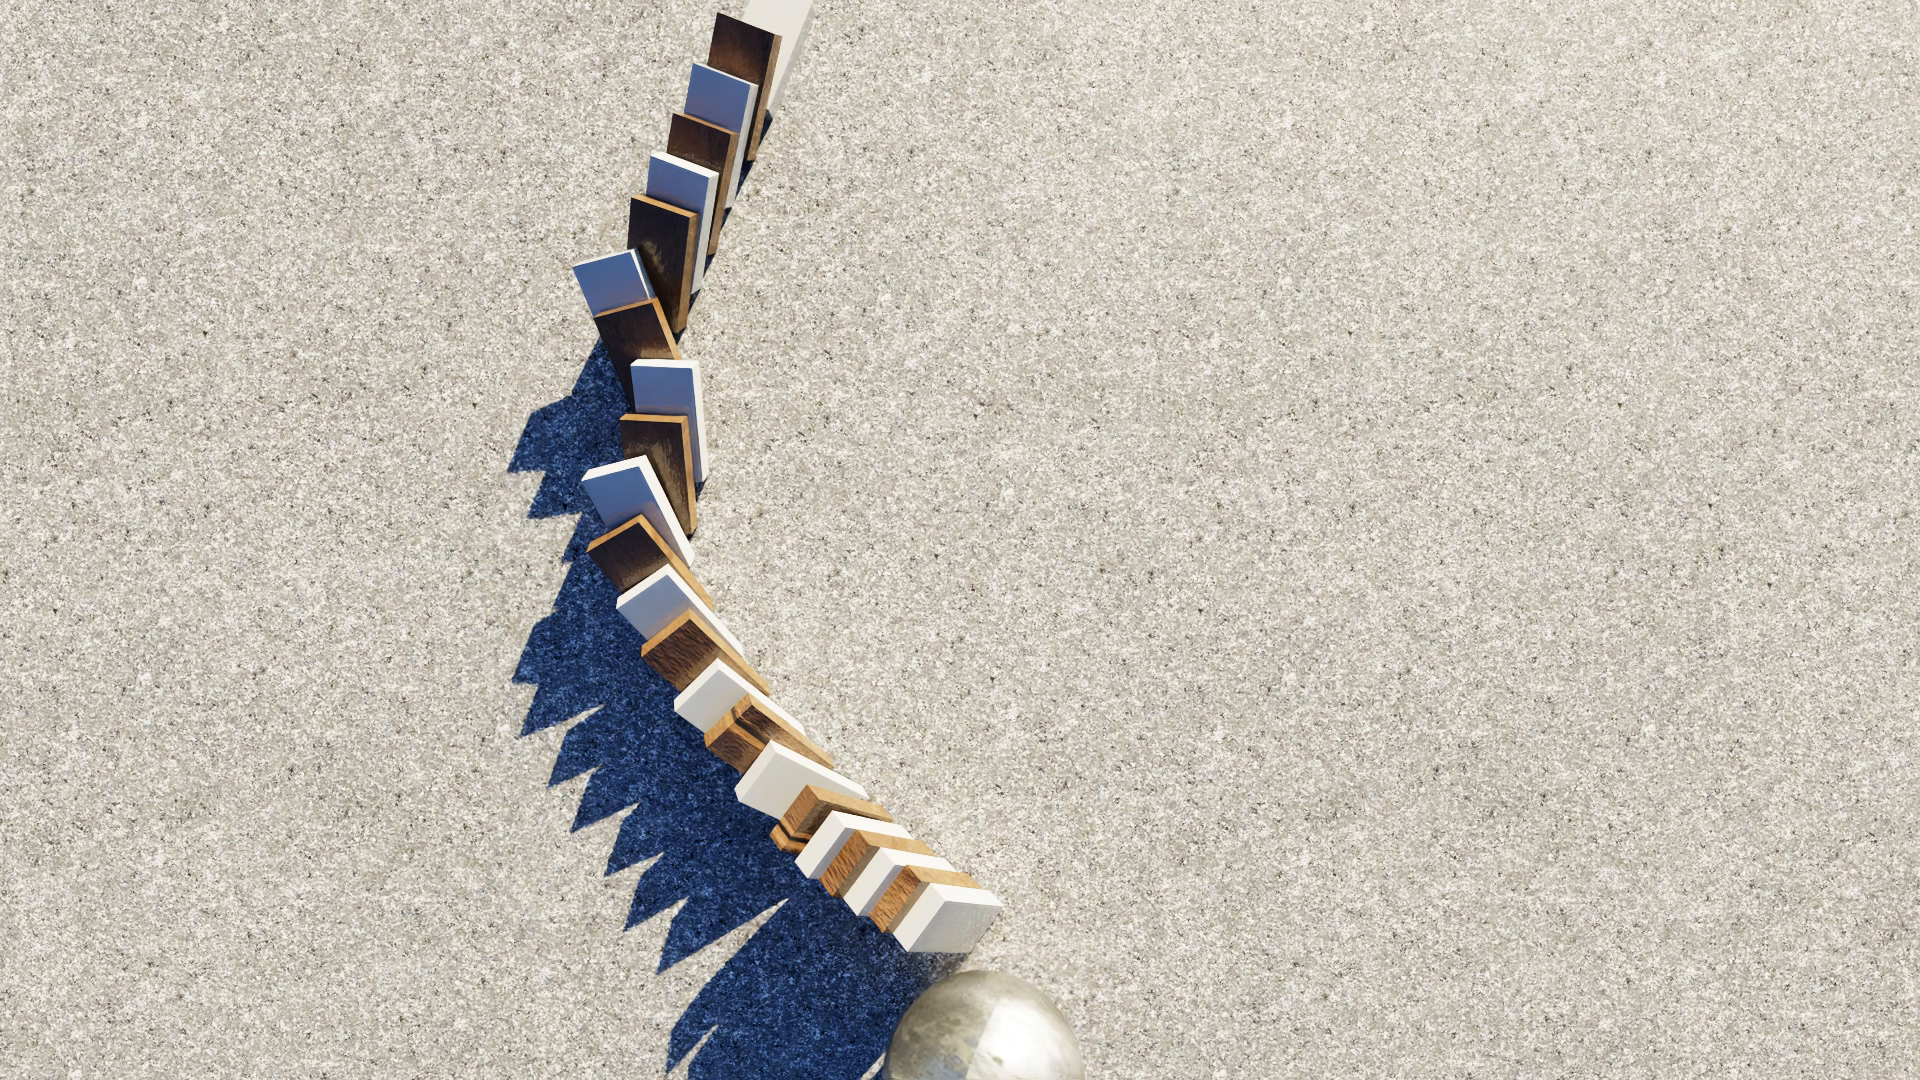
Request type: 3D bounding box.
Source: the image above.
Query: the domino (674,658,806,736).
[{"bbox_3d":[-0.092,0.075,0.385,0.025,0.010,0.050,-44,116,0],"label":"domino"}]

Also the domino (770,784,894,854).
[{"bbox_3d":[-0.052,0.118,0.378,0.010,0.050,0.025,37,90,41],"label":"domino"}]

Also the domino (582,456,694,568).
[{"bbox_3d":[-0.133,-0.009,0.382,0.025,0.009,0.050,-14,121,6],"label":"domino"}]

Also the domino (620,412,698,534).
[{"bbox_3d":[-0.126,-0.028,0.385,0.025,0.010,0.050,3,116,0],"label":"domino"}]

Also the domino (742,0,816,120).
[{"bbox_3d":[-0.084,-0.211,0.395,0.025,0.010,0.050,22,90,0],"label":"domino"}]

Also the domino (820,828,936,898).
[{"bbox_3d":[-0.033,0.135,0.377,0.010,0.050,0.025,36,90,38],"label":"domino"}]

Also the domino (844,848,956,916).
[{"bbox_3d":[-0.023,0.142,0.377,0.010,0.050,0.025,36,90,38],"label":"domino"}]

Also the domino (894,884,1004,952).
[{"bbox_3d":[-0.004,0.156,0.377,0.009,0.050,0.025,36,90,38],"label":"domino"}]

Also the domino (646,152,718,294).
[{"bbox_3d":[-0.118,-0.132,0.382,0.025,0.009,0.050,21,123,0],"label":"domino"}]

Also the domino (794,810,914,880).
[{"bbox_3d":[-0.042,0.128,0.377,0.009,0.050,0.025,36,90,38],"label":"domino"}]

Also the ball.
[{"bbox_3d":[0.009,0.213,0.360,0.080,0.080,0.080,0,90,0],"label":"ball"}]

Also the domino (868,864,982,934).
[{"bbox_3d":[-0.013,0.149,0.377,0.010,0.050,0.025,36,90,38],"label":"domino"}]

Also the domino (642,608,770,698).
[{"bbox_3d":[-0.106,0.055,0.384,0.025,0.009,0.050,-38,118,0],"label":"domino"}]

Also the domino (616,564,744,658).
[{"bbox_3d":[-0.117,0.037,0.384,0.025,0.010,0.050,-34,118,0],"label":"domino"}]

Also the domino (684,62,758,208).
[{"bbox_3d":[-0.103,-0.169,0.385,0.025,0.010,0.050,21,116,0],"label":"domino"}]

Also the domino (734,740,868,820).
[{"bbox_3d":[-0.066,0.106,0.383,0.050,0.009,0.025,37,90,-30],"label":"domino"}]

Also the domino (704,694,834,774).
[{"bbox_3d":[-0.079,0.088,0.382,0.025,0.010,0.050,-44,121,0],"label":"domino"}]

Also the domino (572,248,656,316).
[{"bbox_3d":[-0.139,-0.094,0.384,0.025,0.010,0.050,-13,118,4],"label":"domino"}]

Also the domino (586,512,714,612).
[{"bbox_3d":[-0.129,0.016,0.383,0.025,0.010,0.050,-29,118,4],"label":"domino"}]

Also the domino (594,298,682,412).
[{"bbox_3d":[-0.130,-0.073,0.384,0.025,0.009,0.050,-14,117,3],"label":"domino"}]

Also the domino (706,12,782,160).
[{"bbox_3d":[-0.094,-0.189,0.385,0.025,0.009,0.050,21,116,0],"label":"domino"}]

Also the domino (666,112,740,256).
[{"bbox_3d":[-0.111,-0.149,0.385,0.025,0.010,0.050,20,116,0],"label":"domino"}]

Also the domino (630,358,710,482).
[{"bbox_3d":[-0.121,-0.050,0.384,0.025,0.009,0.050,3,117,0],"label":"domino"}]

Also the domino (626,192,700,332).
[{"bbox_3d":[-0.125,-0.115,0.382,0.025,0.010,0.050,19,123,1],"label":"domino"}]
